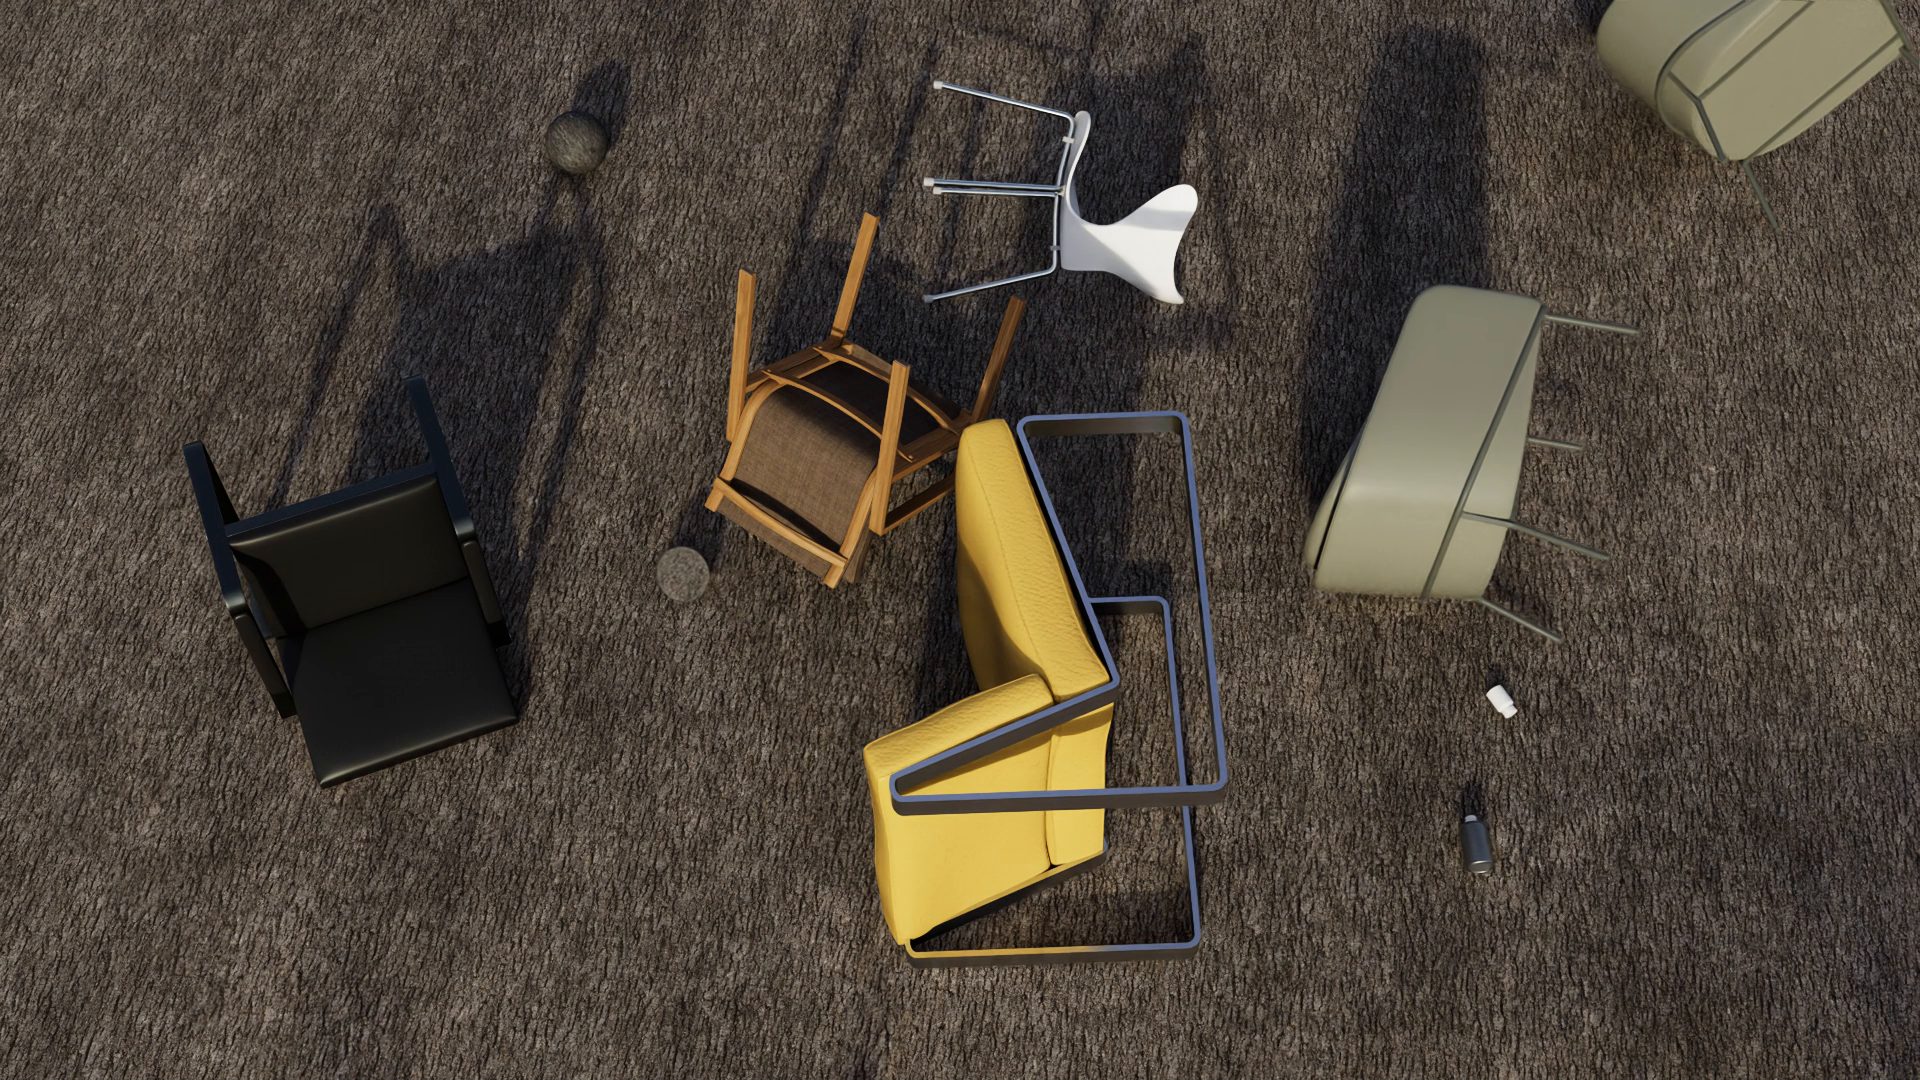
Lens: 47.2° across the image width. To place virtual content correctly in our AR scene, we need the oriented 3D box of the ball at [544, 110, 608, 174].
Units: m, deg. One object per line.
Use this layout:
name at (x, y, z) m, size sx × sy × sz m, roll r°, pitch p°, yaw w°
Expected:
ball at (-1.279, -1.327, 7.339) m, size 0.209 × 0.209 × 0.209 m, roll 0°, pitch 56°, yaw 0°

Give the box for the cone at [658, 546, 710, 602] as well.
cone at (-0.798, 0.081, 6.477) m, size 0.158 × 0.173 × 0.119 m, roll 20°, pitch 22°, yaw 4°
